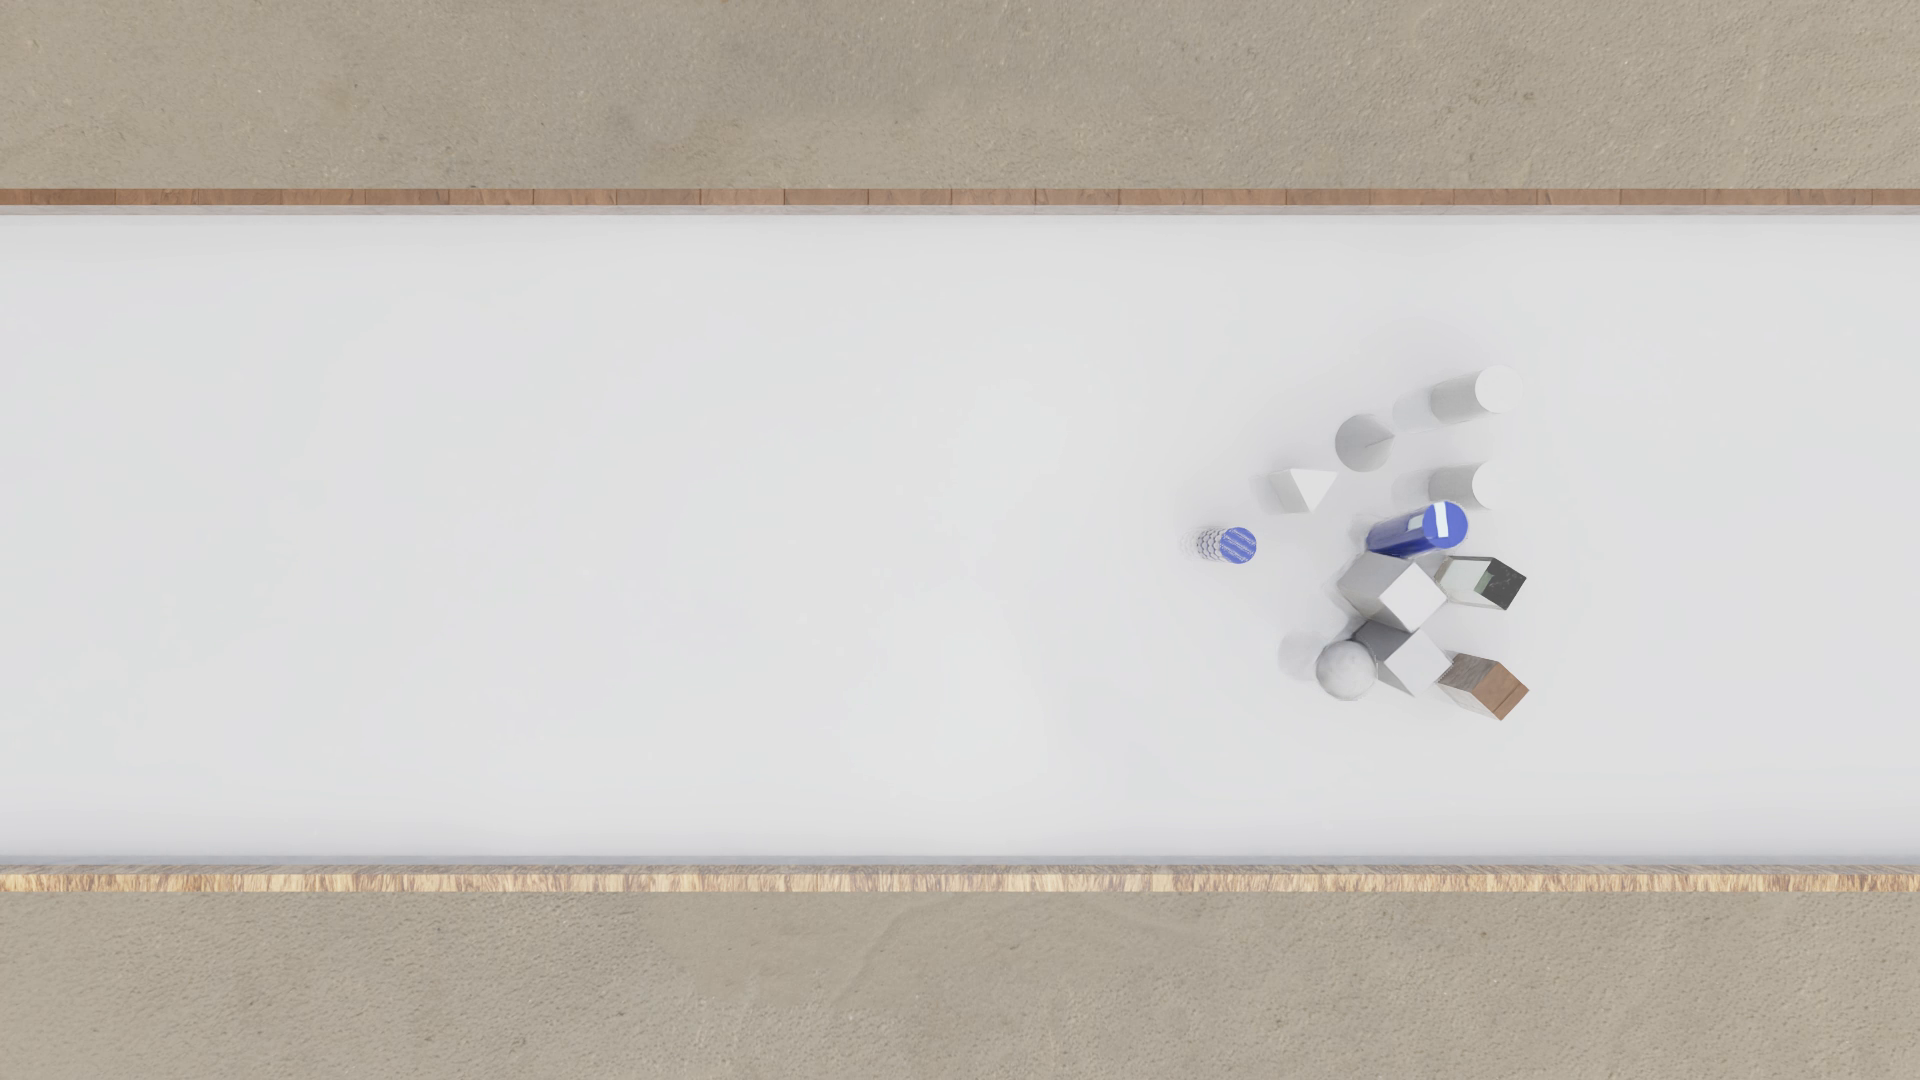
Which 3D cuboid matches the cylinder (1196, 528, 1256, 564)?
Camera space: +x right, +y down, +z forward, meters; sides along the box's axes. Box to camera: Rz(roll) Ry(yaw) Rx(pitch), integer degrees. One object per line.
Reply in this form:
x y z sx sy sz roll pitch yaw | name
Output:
0.781 0.016 4.851 0.104 0.451 0.104 0 90 0 | cylinder

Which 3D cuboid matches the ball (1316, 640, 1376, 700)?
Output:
1.120 0.376 4.786 0.174 0.174 0.174 0 90 0 | ball

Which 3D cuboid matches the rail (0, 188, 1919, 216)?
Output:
-2.247 -1.025 5.002 12.000 0.150 0.050 0 90 0 | rail

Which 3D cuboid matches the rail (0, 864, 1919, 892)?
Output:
-2.247 1.025 5.001 12.000 0.150 0.050 0 90 0 | rail

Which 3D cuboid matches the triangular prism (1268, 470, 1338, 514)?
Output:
0.996 -0.169 4.901 0.117 0.351 0.135 34 90 0 | triangular prism

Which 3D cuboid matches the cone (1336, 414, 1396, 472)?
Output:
1.244 -0.297 4.891 0.179 0.370 0.179 0 90 0 | cone

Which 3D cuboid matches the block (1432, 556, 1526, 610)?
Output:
1.517 0.123 4.854 0.110 0.445 0.110 32 90 0 | block

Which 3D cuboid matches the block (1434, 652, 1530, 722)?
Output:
1.539 0.432 4.888 0.121 0.377 0.121 43 90 0 | block

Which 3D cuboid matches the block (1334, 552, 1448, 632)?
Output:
1.270 0.150 4.884 0.145 0.363 0.145 -44 98 -2 | block

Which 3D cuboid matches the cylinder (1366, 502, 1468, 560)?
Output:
1.338 -0.018 4.849 0.133 0.439 0.133 1 83 -6 | cylinder

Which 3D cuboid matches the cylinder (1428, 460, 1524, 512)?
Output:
1.512 -0.155 4.857 0.144 0.439 0.144 0 90 0 | cylinder

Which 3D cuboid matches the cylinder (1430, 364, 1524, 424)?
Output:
1.515 -0.425 4.855 0.136 0.443 0.136 0 90 0 | cylinder

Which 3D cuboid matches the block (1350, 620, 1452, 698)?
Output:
1.293 0.337 4.886 0.142 0.367 0.142 -43 96 0 | block
